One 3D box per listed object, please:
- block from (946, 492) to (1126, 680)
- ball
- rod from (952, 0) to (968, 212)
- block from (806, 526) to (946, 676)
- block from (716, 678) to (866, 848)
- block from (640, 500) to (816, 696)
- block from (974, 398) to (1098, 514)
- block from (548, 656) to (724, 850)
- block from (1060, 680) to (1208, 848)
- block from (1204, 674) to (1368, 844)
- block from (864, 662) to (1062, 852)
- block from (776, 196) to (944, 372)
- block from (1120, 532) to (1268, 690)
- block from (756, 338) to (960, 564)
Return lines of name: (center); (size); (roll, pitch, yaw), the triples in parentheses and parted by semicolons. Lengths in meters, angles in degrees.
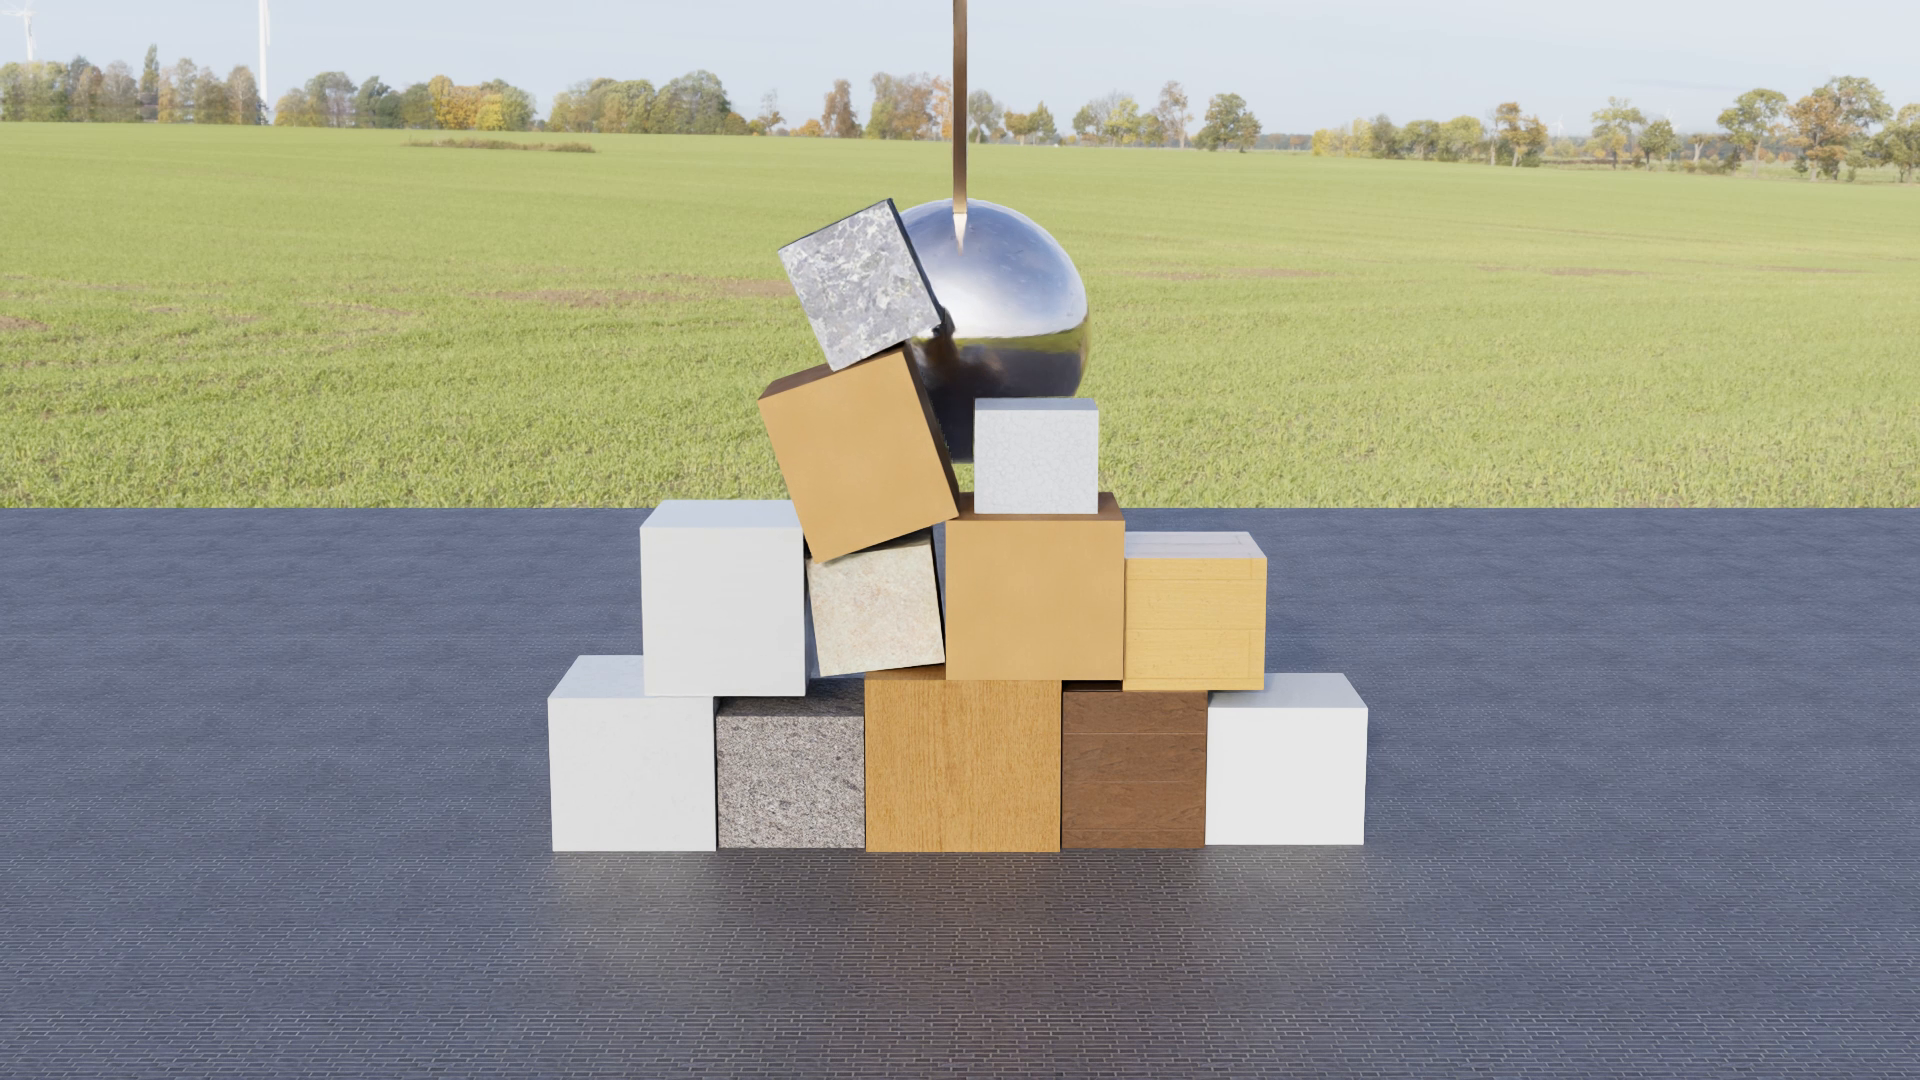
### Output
block: (0.367, 0.219, 11.201); (0.871, 0.796, 0.891); (0, 10, 0)
ball: (0.000, -1.256, 13.285); (1.600, 1.600, 1.600); (0, 10, 0)
rod: (0.000, -4.114, 11.443); (0.080, 5.200, 0.080); (0, 33, 0)
block: (-0.421, 0.303, 11.235); (0.627, 0.602, 0.560); (-7, 10, 1)
block: (-0.846, 1.141, 11.393); (0.733, 0.679, 0.804); (0, 10, 0)
block: (-1.166, 0.281, 11.249); (0.797, 0.850, 0.839); (0, 10, 0)
block: (0.378, -0.432, 11.119); (0.611, 0.514, 0.529); (0, 10, 0)
block: (-1.630, 1.087, 11.389); (0.815, 0.787, 0.923); (0, 10, 0)
block: (0.869, 1.081, 11.367); (0.718, 0.807, 0.791); (0, 10, 0)
block: (1.638, 1.123, 11.403); (0.799, 0.711, 0.730); (0, 10, 0)
block: (0.015, 1.038, 11.386); (0.969, 0.883, 0.965); (0, 10, 0)
block: (-0.485, -1.281, 10.952); (0.581, 0.645, 0.621); (-24, 9, 5)
block: (1.162, 0.351, 11.258); (0.700, 0.667, 0.746); (0, 10, 0)
block: (-0.492, -0.472, 11.081); (0.744, 0.848, 0.875); (-19, 10, 3)
